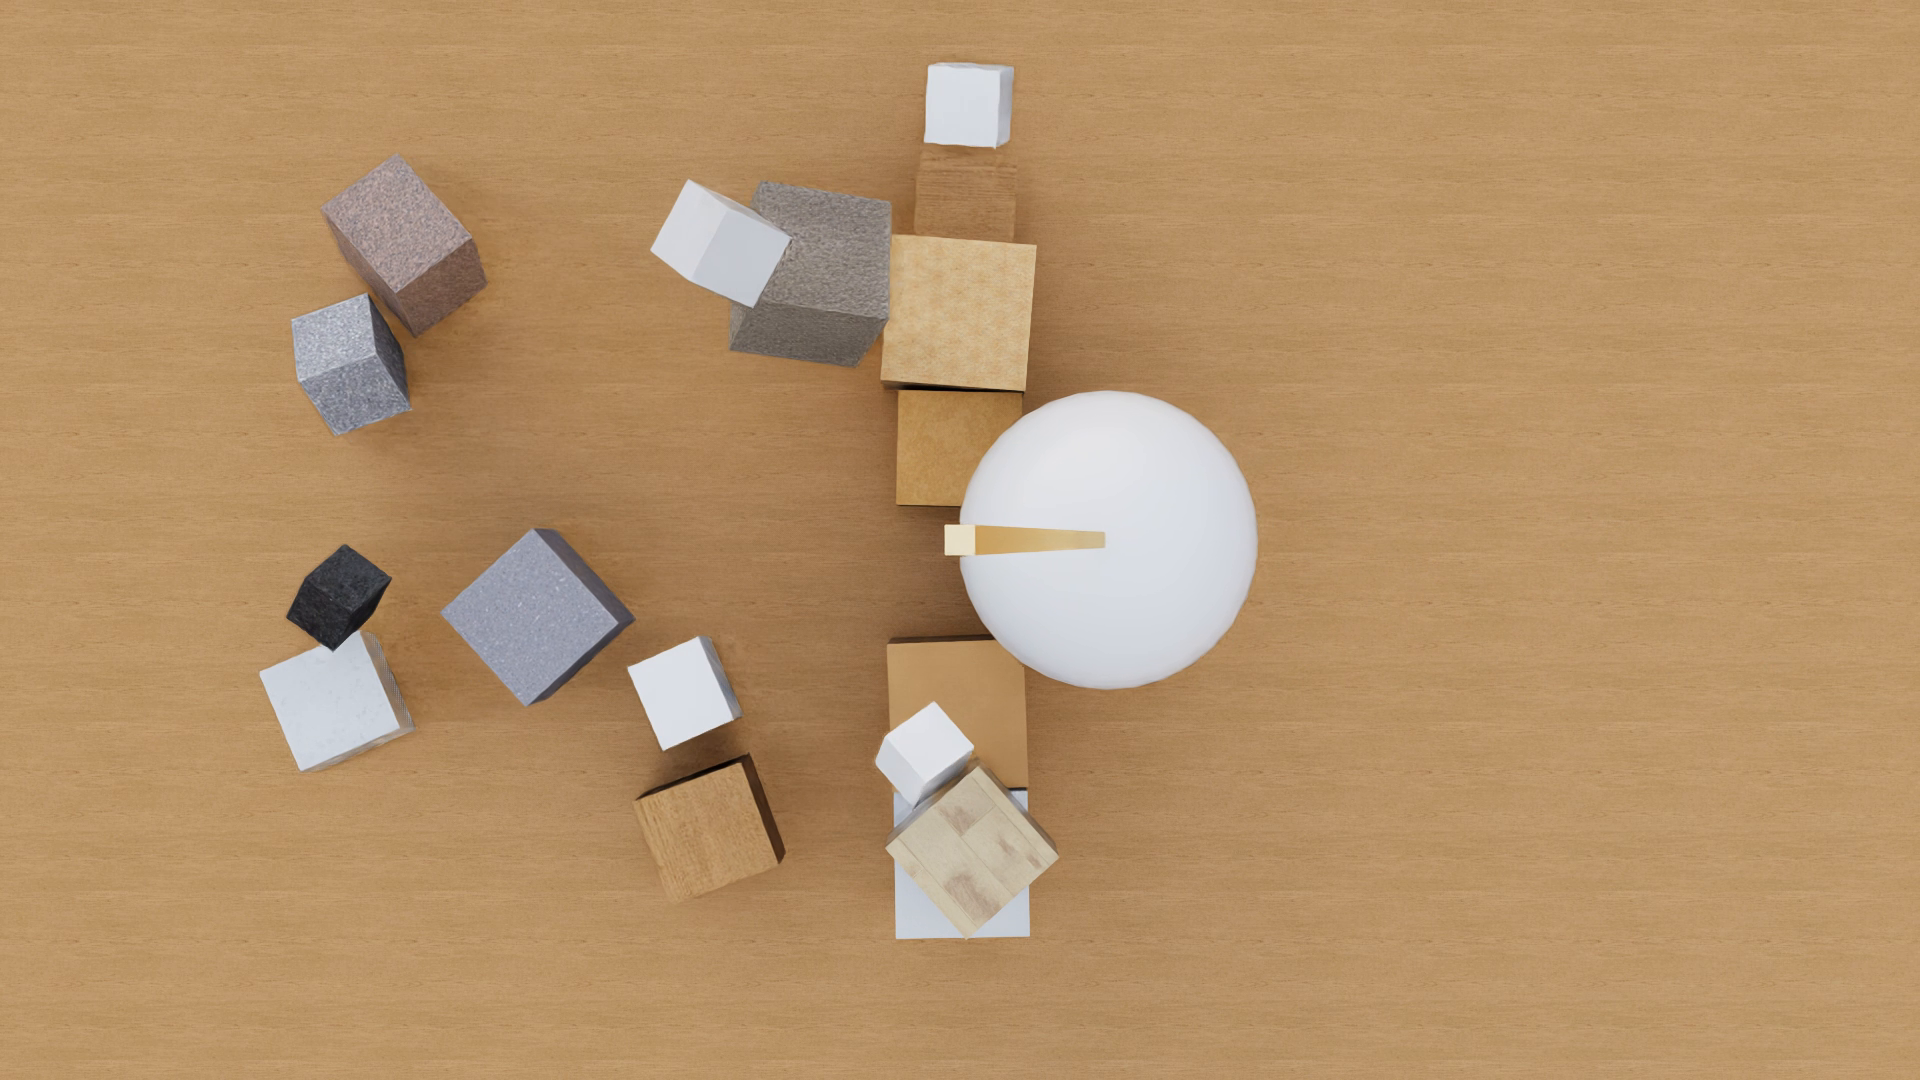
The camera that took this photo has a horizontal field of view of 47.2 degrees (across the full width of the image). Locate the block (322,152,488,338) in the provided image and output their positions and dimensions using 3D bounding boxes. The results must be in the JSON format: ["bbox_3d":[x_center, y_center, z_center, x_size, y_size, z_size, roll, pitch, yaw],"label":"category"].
[{"bbox_3d":[-3.160,-1.674,12.562,0.532,0.650,0.678,-40,79,-14],"label":"block"}]

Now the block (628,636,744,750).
[{"bbox_3d":[-1.587,0.884,12.763,0.441,0.459,0.513,-24,88,1],"label":"block"}]

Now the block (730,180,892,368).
[{"bbox_3d":[-0.837,-1.472,12.280,0.743,0.658,0.728,7,68,-16],"label":"block"}]

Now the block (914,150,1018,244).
[{"bbox_3d":[0.033,-1.943,12.758,0.566,0.484,0.515,3,90,0],"label":"block"}]

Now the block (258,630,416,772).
[{"bbox_3d":[-3.584,0.932,12.686,0.600,0.502,0.610,-24,86,-6],"label":"block"}]

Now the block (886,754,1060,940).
[{"bbox_3d":[0.064,1.639,11.816,0.653,0.586,0.645,-42,90,0],"label":"block"}]

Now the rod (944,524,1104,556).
[{"bbox_3d":[0.340,0.000,8.352,0.080,5.200,0.080,0,90,8],"label":"rod"}]

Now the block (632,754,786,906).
[{"bbox_3d":[-1.442,1.666,12.731,0.656,0.538,0.627,-20,90,0],"label":"block"}]

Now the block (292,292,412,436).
[{"bbox_3d":[-3.499,-1.008,12.647,0.464,0.488,0.518,-20,51,0],"label":"block"}]

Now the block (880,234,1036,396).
[{"bbox_3d":[-0.008,-1.266,12.617,0.808,0.767,0.814,4,90,0],"label":"block"}]

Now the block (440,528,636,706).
[{"bbox_3d":[-2.413,0.435,12.657,0.702,0.685,0.718,-42,90,0],"label":"block"}]

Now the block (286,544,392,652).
[{"bbox_3d":[-3.477,0.321,12.309,0.326,0.391,0.345,36,126,-1],"label":"block"}]

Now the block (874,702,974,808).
[{"bbox_3d":[-0.190,1.139,11.648,0.345,0.340,0.328,-34,72,-28],"label":"block"}]

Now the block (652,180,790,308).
[{"bbox_3d":[-1.266,-1.567,11.641,0.428,0.451,0.430,39,103,43],"label":"block"}]

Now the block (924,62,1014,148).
[{"bbox_3d":[0.054,-2.483,12.523,0.413,0.444,0.424,6,106,10],"label":"block"}]

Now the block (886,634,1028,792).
[{"bbox_3d":[-0.013,0.973,12.593,0.756,0.815,0.820,-2,90,0],"label":"block"}]

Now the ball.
[{"bbox_3d":[0.785,0.000,11.723,1.600,1.600,1.600,0,90,0],"label":"ball"}]

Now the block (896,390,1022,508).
[{"bbox_3d":[-0.005,-0.514,12.692,0.697,0.616,0.645,1,90,0],"label":"block"}]

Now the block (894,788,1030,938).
[{"bbox_3d":[0.009,1.790,12.554,0.737,0.891,0.799,-1,90,0],"label":"block"}]
